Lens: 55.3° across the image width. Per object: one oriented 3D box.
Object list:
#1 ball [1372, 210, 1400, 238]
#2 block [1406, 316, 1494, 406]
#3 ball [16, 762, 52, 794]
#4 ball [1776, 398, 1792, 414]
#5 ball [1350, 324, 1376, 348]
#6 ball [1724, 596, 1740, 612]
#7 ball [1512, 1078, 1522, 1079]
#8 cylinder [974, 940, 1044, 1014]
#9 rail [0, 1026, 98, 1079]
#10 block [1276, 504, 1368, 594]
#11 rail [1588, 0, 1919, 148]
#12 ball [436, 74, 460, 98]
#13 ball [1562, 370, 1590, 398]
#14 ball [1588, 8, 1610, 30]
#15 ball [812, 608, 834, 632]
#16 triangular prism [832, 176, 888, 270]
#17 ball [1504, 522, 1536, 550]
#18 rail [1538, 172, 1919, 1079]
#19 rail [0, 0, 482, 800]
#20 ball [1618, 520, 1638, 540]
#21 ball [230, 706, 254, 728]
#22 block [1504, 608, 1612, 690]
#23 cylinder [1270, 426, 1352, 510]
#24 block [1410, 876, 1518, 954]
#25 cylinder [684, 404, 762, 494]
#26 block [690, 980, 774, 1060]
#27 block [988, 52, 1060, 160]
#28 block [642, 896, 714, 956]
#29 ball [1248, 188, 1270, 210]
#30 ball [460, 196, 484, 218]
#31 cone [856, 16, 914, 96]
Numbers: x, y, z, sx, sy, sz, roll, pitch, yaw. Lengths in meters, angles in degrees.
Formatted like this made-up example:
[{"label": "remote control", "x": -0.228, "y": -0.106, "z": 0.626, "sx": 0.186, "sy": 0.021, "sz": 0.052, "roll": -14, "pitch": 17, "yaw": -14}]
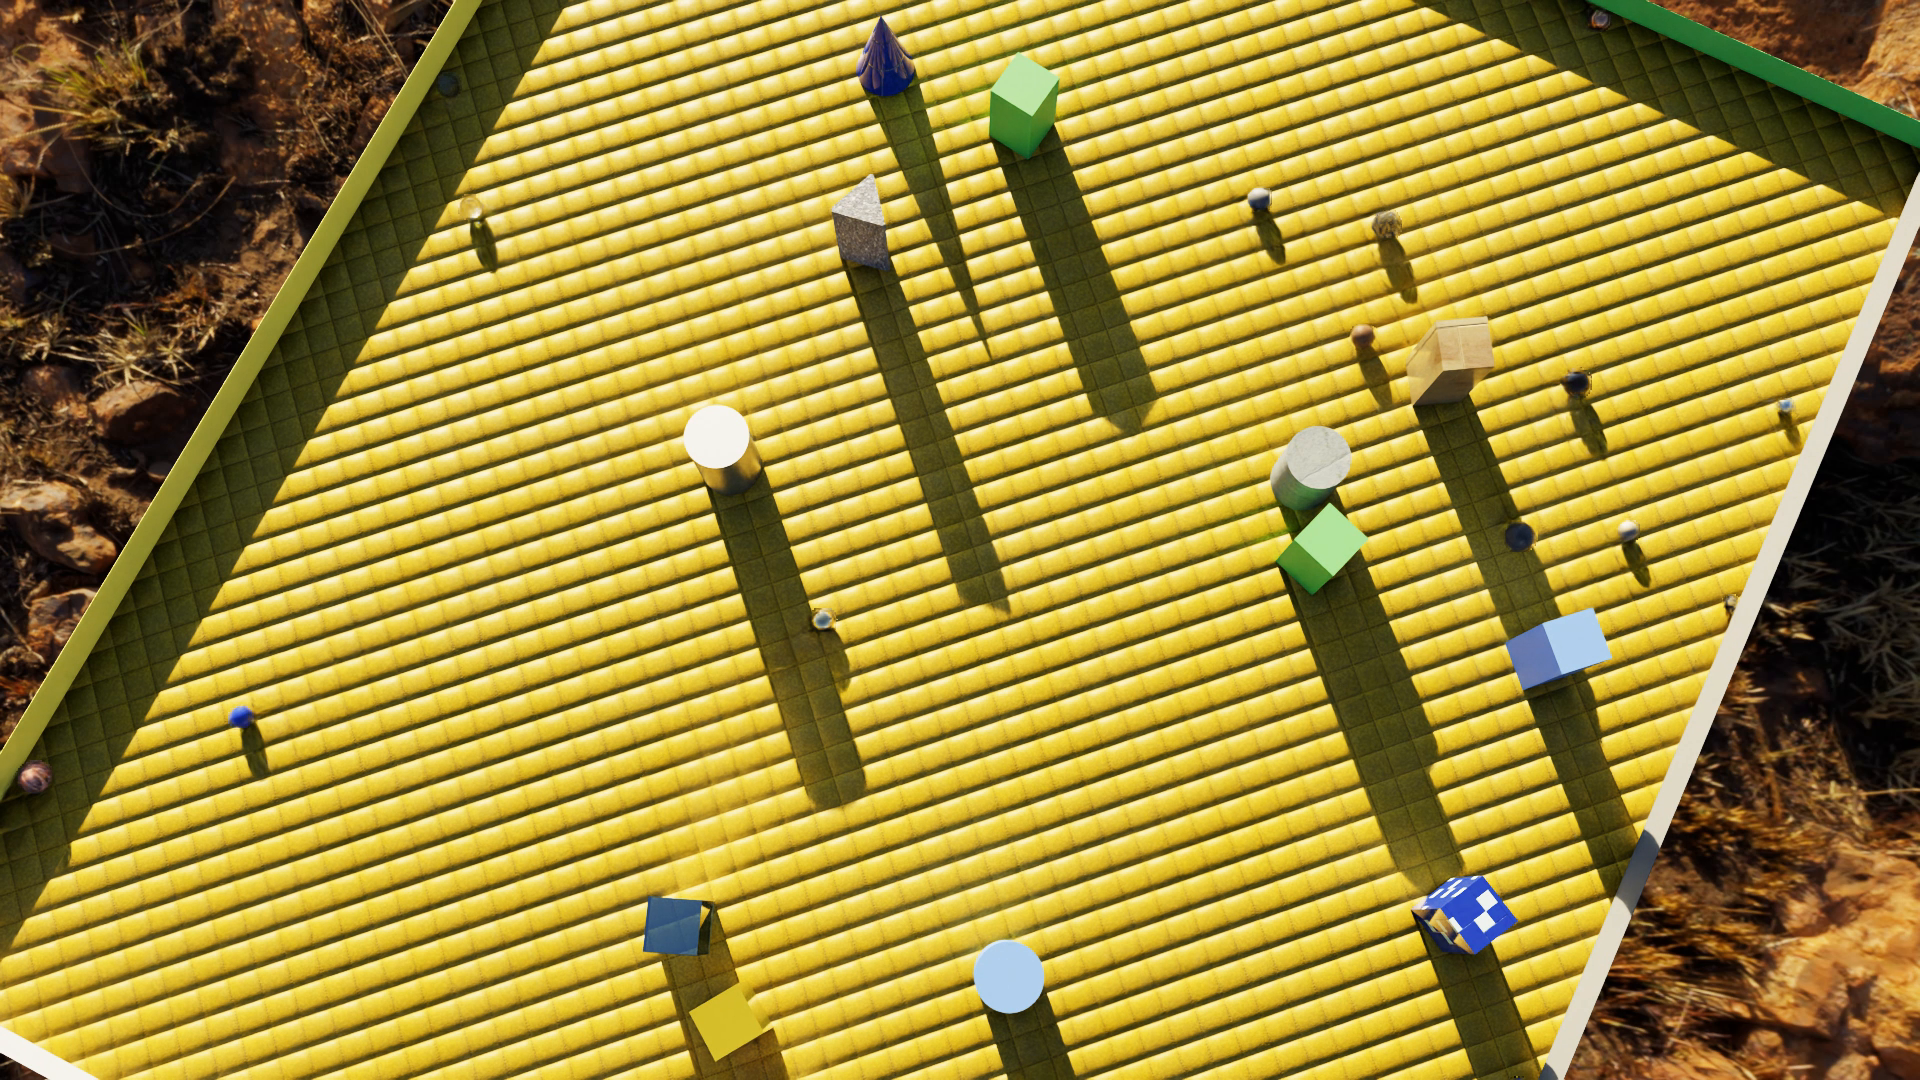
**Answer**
[{"label": "ball", "x": 1.342, "y": -0.993, "z": 5.778, "sx": 0.087, "sy": 0.087, "sz": 0.087, "roll": 0, "pitch": 78, "yaw": 0}, {"label": "block", "x": 1.475, "y": -0.536, "z": 5.535, "sx": 0.152, "sy": 0.377, "sz": 0.152, "roll": -5, "pitch": 78, "yaw": -1}, {"label": "ball", "x": -2.739, "y": 0.704, "z": 5.424, "sx": 0.092, "sy": 0.092, "sz": 0.092, "roll": 0, "pitch": 78, "yaw": 0}, {"label": "ball", "x": 2.555, "y": -0.414, "z": 5.678, "sx": 0.047, "sy": 0.047, "sz": 0.047, "roll": 0, "pitch": 78, "yaw": 0}, {"label": "ball", "x": 1.256, "y": -0.633, "z": 5.709, "sx": 0.075, "sy": 0.075, "sz": 0.075, "roll": 0, "pitch": 78, "yaw": 0}, {"label": "ball", "x": 2.339, "y": 0.195, "z": 5.552, "sx": 0.048, "sy": 0.048, "sz": 0.048, "roll": 0, "pitch": 78, "yaw": 0}, {"label": "ball", "x": 1.601, "y": 1.580, "z": 5.252, "sx": 0.075, "sy": 0.075, "sz": 0.075, "roll": 0, "pitch": 78, "yaw": 0}, {"label": "cylinder", "x": 0.134, "y": 1.227, "z": 5.168, "sx": 0.190, "sy": 0.380, "sz": 0.190, "roll": 0, "pitch": 78, "yaw": 0}, {"label": "rail", "x": -1.129, "y": 2.217, "z": 5.094, "sx": 4.449, "sy": 0.124, "sz": 0.045, "roll": 26, "pitch": 80, "yaw": 5}, {"label": "block", "x": 1.072, "y": 0.031, "z": 5.444, "sx": 0.152, "sy": 0.325, "sz": 0.152, "roll": 44, "pitch": 82, "yaw": 8}, {"label": "rail", "x": 1.129, "y": -2.204, "z": 6.008, "sx": 4.449, "sy": 0.124, "sz": 0.045, "roll": 26, "pitch": 80, "yaw": 5}, {"label": "ball", "x": -1.643, "y": -1.459, "z": 5.881, "sx": 0.072, "sy": 0.072, "sz": 0.072, "roll": 0, "pitch": 78, "yaw": 0}, {"label": "ball", "x": 1.908, "y": -0.484, "z": 5.674, "sx": 0.083, "sy": 0.083, "sz": 0.083, "roll": 0, "pitch": 78, "yaw": 0}, {"label": "ball", "x": 2.067, "y": -1.685, "z": 5.929, "sx": 0.071, "sy": 0.071, "sz": 0.071, "roll": 0, "pitch": 78, "yaw": 0}, {"label": "ball", "x": -0.414, "y": 0.243, "z": 5.530, "sx": 0.071, "sy": 0.071, "sz": 0.071, "roll": 0, "pitch": 78, "yaw": 0}, {"label": "triangular prism", "x": -0.282, "y": -0.981, "z": 5.621, "sx": 0.165, "sy": 0.388, "sz": 0.143, "roll": 17, "pitch": 79, "yaw": 3}, {"label": "ball", "x": 1.704, "y": -0.012, "z": 5.573, "sx": 0.089, "sy": 0.089, "sz": 0.089, "roll": 0, "pitch": 78, "yaw": 0}, {"label": "rail", "x": 1.968, "y": 0.970, "z": 5.352, "sx": 0.045, "sy": 0.124, "sz": 5.095, "roll": 26, "pitch": 80, "yaw": 5}, {"label": "rail", "x": -1.968, "y": -0.957, "z": 5.750, "sx": 0.045, "sy": 0.124, "sz": 5.095, "roll": 26, "pitch": 80, "yaw": 5}, {"label": "ball", "x": 2.037, "y": -0.029, "z": 5.592, "sx": 0.061, "sy": 0.061, "sz": 0.061, "roll": 0, "pitch": 78, "yaw": 0}, {"label": "ball", "x": -2.145, "y": 0.528, "z": 5.473, "sx": 0.067, "sy": 0.067, "sz": 0.067, "roll": 0, "pitch": 78, "yaw": 0}, {"label": "block", "x": 1.745, "y": 0.322, "z": 5.361, "sx": 0.152, "sy": 0.370, "sz": 0.152, "roll": -17, "pitch": 79, "yaw": -3}, {"label": "cylinder", "x": 1.052, "y": -0.213, "z": 5.511, "sx": 0.190, "sy": 0.292, "sz": 0.190, "roll": 0, "pitch": 78, "yaw": 0}, {"label": "block", "x": 1.431, "y": 1.068, "z": 5.220, "sx": 0.152, "sy": 0.344, "sz": 0.152, "roll": -35, "pitch": 81, "yaw": -7}, {"label": "cylinder", "x": -0.708, "y": -0.266, "z": 5.497, "sx": 0.190, "sy": 0.341, "sz": 0.190, "roll": 0, "pitch": 78, "yaw": 0}, {"label": "block", "x": -0.646, "y": 1.360, "z": 5.197, "sx": 0.152, "sy": 0.271, "sz": 0.152, "roll": -30, "pitch": 80, "yaw": -6}, {"label": "block", "x": 0.198, "y": -1.354, "z": 5.730, "sx": 0.152, "sy": 0.325, "sz": 0.152, "roll": 33, "pitch": 80, "yaw": 6}, {"label": "block", "x": -0.805, "y": 1.107, "z": 5.255, "sx": 0.152, "sy": 0.259, "sz": 0.152, "roll": 4, "pitch": 78, "yaw": 1}, {"label": "ball", "x": 0.947, "y": -1.079, "z": 5.803, "sx": 0.072, "sy": 0.072, "sz": 0.072, "roll": 0, "pitch": 78, "yaw": 0}, {"label": "ball", "x": -1.546, "y": -1.053, "z": 5.797, "sx": 0.073, "sy": 0.073, "sz": 0.073, "roll": 0, "pitch": 78, "yaw": 0}, {"label": "cone", "x": -0.241, "y": -1.561, "z": 5.755, "sx": 0.190, "sy": 0.361, "sz": 0.190, "roll": 0, "pitch": 78, "yaw": 0}]
